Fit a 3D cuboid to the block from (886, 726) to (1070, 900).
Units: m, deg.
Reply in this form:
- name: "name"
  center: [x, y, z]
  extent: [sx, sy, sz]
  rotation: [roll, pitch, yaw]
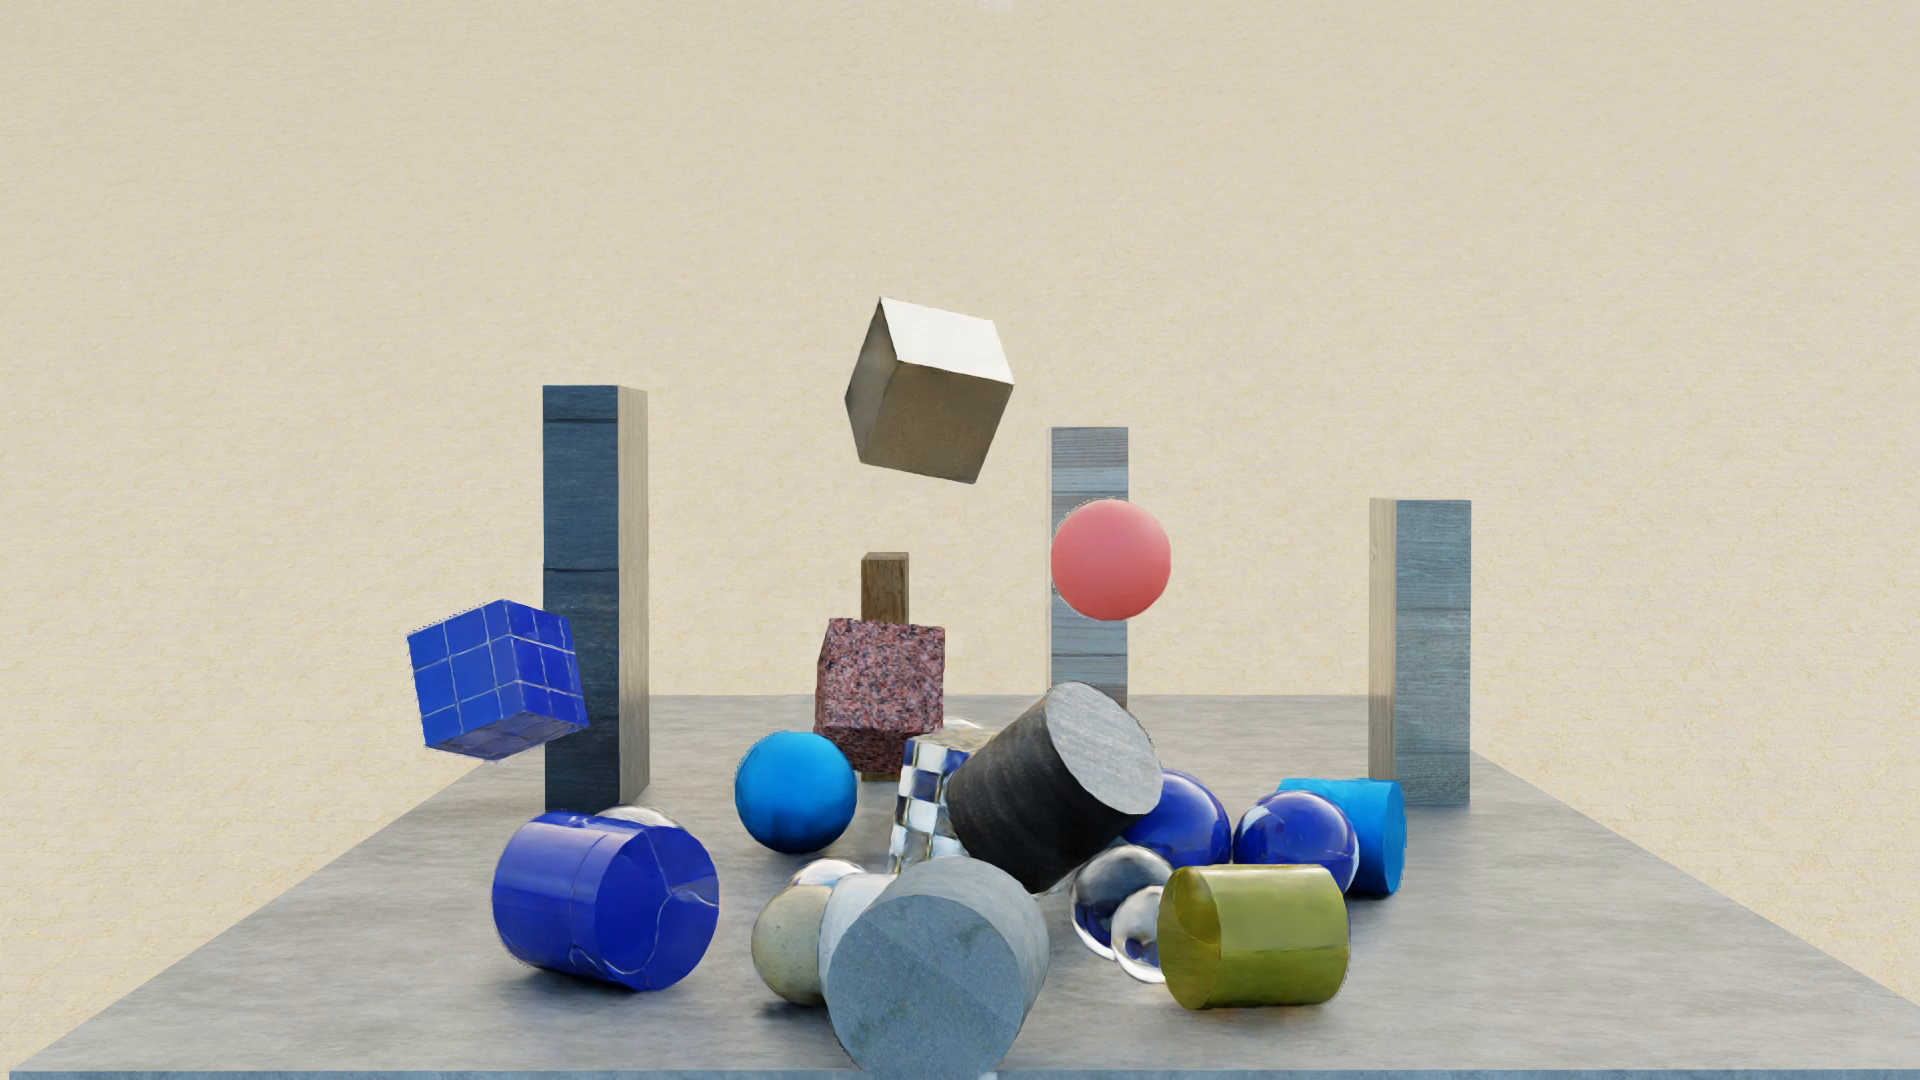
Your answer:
- name: "block"
  center: [0.040, 0.380, 3.572]
  extent: [0.193, 0.193, 0.193]
  rotation: [11, 6, 24]

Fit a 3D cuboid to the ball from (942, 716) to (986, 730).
- name: "ball"
  center: [-0.011, 0.382, 4.332]
  extent: [0.170, 0.170, 0.170]
  rotation: [0, 25, 0]

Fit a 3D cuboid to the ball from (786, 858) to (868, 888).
- name: "ball"
  center: [-0.155, 0.445, 3.116]
  extent: [0.122, 0.122, 0.122]
  rotation: [0, 25, 0]

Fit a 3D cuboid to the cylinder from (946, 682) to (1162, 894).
- name: "cylinder"
  center: [0.120, 0.318, 3.302]
  extent: [0.197, 0.197, 0.197]
  rotation: [31, 35, -25]

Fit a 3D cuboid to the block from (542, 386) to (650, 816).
- name: "block"
  center: [-0.639, 0.096, 4.558]
  extent: [0.127, 0.727, 0.420]
  rotation: [0, 2, 0]

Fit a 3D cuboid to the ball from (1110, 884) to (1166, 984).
- name: "ball"
  center: [0.229, 0.454, 2.969]
  extent: [0.114, 0.114, 0.114]
  rotation: [0, 25, 0]

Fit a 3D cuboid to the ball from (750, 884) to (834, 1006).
- name: "ball"
  center: [-0.164, 0.448, 2.856]
  extent: [0.134, 0.134, 0.134]
  rotation: [0, 25, 0]

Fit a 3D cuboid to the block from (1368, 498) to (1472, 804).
- name: "block"
  center: [0.823, 0.191, 4.631]
  extent: [0.130, 0.530, 0.293]
  rotation: [0, 2, 0]

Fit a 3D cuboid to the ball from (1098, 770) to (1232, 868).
- name: "ball"
  center: [0.263, 0.400, 3.407]
  extent: [0.193, 0.193, 0.193]
  rotation: [0, 25, 0]

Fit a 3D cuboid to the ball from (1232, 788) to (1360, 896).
- name: "ball"
  center: [0.443, 0.413, 3.403]
  extent: [0.168, 0.168, 0.168]
  rotation: [0, 25, 0]

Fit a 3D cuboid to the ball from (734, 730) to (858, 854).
- name: "ball"
  center: [-0.250, 0.386, 3.933]
  extent: [0.188, 0.188, 0.188]
  rotation: [0, 25, 0]

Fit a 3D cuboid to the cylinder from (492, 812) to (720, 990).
- name: "cylinder"
  center: [-0.412, 0.417, 2.995]
  extent: [0.187, 0.187, 0.187]
  rotation: [2, 20, 43]

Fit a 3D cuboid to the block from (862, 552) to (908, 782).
- name: "block"
  center: [-0.144, 0.237, 4.986]
  extent: [0.080, 0.415, 0.375]
  rotation: [0, 2, 0]

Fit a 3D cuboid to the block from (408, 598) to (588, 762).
- name: "block"
  center: [-0.605, 0.186, 3.379]
  extent: [0.152, 0.152, 0.152]
  rotation: [-21, -19, 20]

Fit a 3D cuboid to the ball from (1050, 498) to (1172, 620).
- name: "ball"
  center: [0.182, 0.024, 3.112]
  extent: [0.147, 0.147, 0.147]
  rotation: [0, 25, 0]

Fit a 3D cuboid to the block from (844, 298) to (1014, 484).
- name: "block"
  center: [-0.029, -0.134, 2.317]
  extent: [0.109, 0.109, 0.109]
  rotation: [10, 32, -19]

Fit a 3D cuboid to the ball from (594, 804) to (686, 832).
- name: "ball"
  center: [-0.416, 0.418, 3.261]
  extent: [0.169, 0.169, 0.169]
  rotation: [0, 25, 0]

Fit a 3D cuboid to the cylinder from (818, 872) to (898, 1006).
- name: "cylinder"
  center: [-0.047, 0.439, 2.752]
  extent: [0.158, 0.158, 0.158]
  rotation: [0, 23, 22]

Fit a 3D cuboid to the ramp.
- name: "ramp"
  center: [0.056, 0.509, 4.552]
  extent: [2.000, 0.100, 4.000]
  rotation: [0, 2, 0]

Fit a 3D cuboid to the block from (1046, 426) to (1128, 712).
- name: "block"
  center: [0.199, 0.148, 4.080]
  extent: [0.118, 0.652, 0.249]
  rotation: [0, 2, 0]

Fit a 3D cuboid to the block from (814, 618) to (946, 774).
- name: "block"
  center: [-0.133, 0.256, 4.178]
  extent: [0.186, 0.186, 0.186]
  rotation: [5, 63, -8]

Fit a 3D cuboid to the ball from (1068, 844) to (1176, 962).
- name: "ball"
  center: [0.201, 0.436, 3.092]
  extent: [0.142, 0.142, 0.142]
  rotation: [0, 25, 0]

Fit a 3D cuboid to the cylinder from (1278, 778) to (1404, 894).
- name: "cylinder"
  center: [0.528, 0.412, 3.591]
  extent: [0.155, 0.155, 0.155]
  rotation: [0, 23, 20]

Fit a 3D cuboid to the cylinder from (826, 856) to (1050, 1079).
- name: "cylinder"
  center: [-0.018, 0.427, 2.555]
  extent: [0.192, 0.192, 0.192]
  rotation: [4, 5, 9]
